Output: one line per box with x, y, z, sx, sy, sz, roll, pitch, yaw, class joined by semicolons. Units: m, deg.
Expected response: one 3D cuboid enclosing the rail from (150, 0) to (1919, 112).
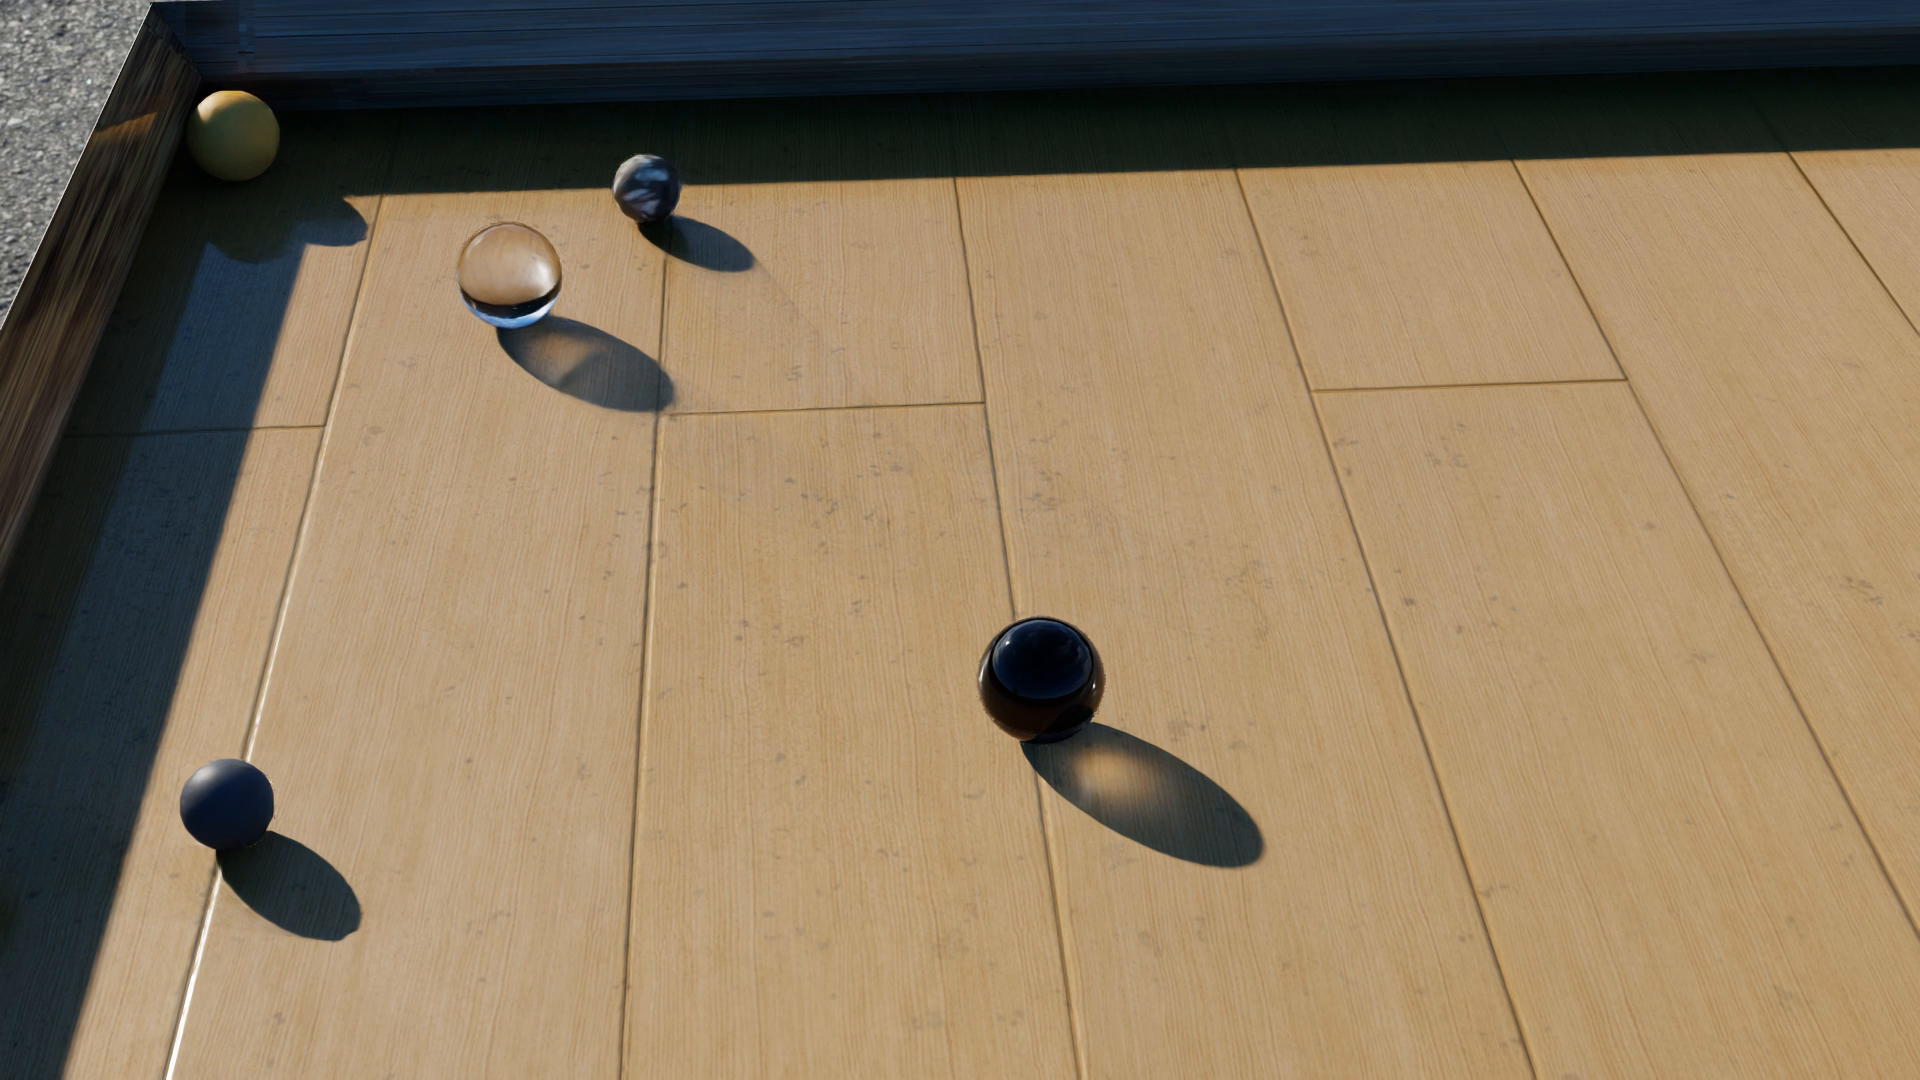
0.628;-0.478;2.391;2.714;0.109;0.045;-2;36;-3;rail

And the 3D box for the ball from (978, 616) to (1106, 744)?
0.051;0.089;1.624;0.081;0.081;0.081;0;35;0;ball

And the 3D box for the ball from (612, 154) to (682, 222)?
-0.267;-0.300;2.188;0.058;0.058;0.058;0;35;0;ball

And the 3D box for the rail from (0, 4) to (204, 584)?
-0.653;0.008;1.711;0.045;0.109;1.547;-2;36;-3;rail

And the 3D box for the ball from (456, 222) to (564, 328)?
-0.358;-0.210;2.039;0.084;0.084;0.084;0;35;0;ball

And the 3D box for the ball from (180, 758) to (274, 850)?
-0.442;0.159;1.547;0.055;0.055;0.055;0;35;0;ball

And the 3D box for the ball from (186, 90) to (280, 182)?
-0.635;-0.354;2.245;0.080;0.080;0.080;0;35;0;ball
